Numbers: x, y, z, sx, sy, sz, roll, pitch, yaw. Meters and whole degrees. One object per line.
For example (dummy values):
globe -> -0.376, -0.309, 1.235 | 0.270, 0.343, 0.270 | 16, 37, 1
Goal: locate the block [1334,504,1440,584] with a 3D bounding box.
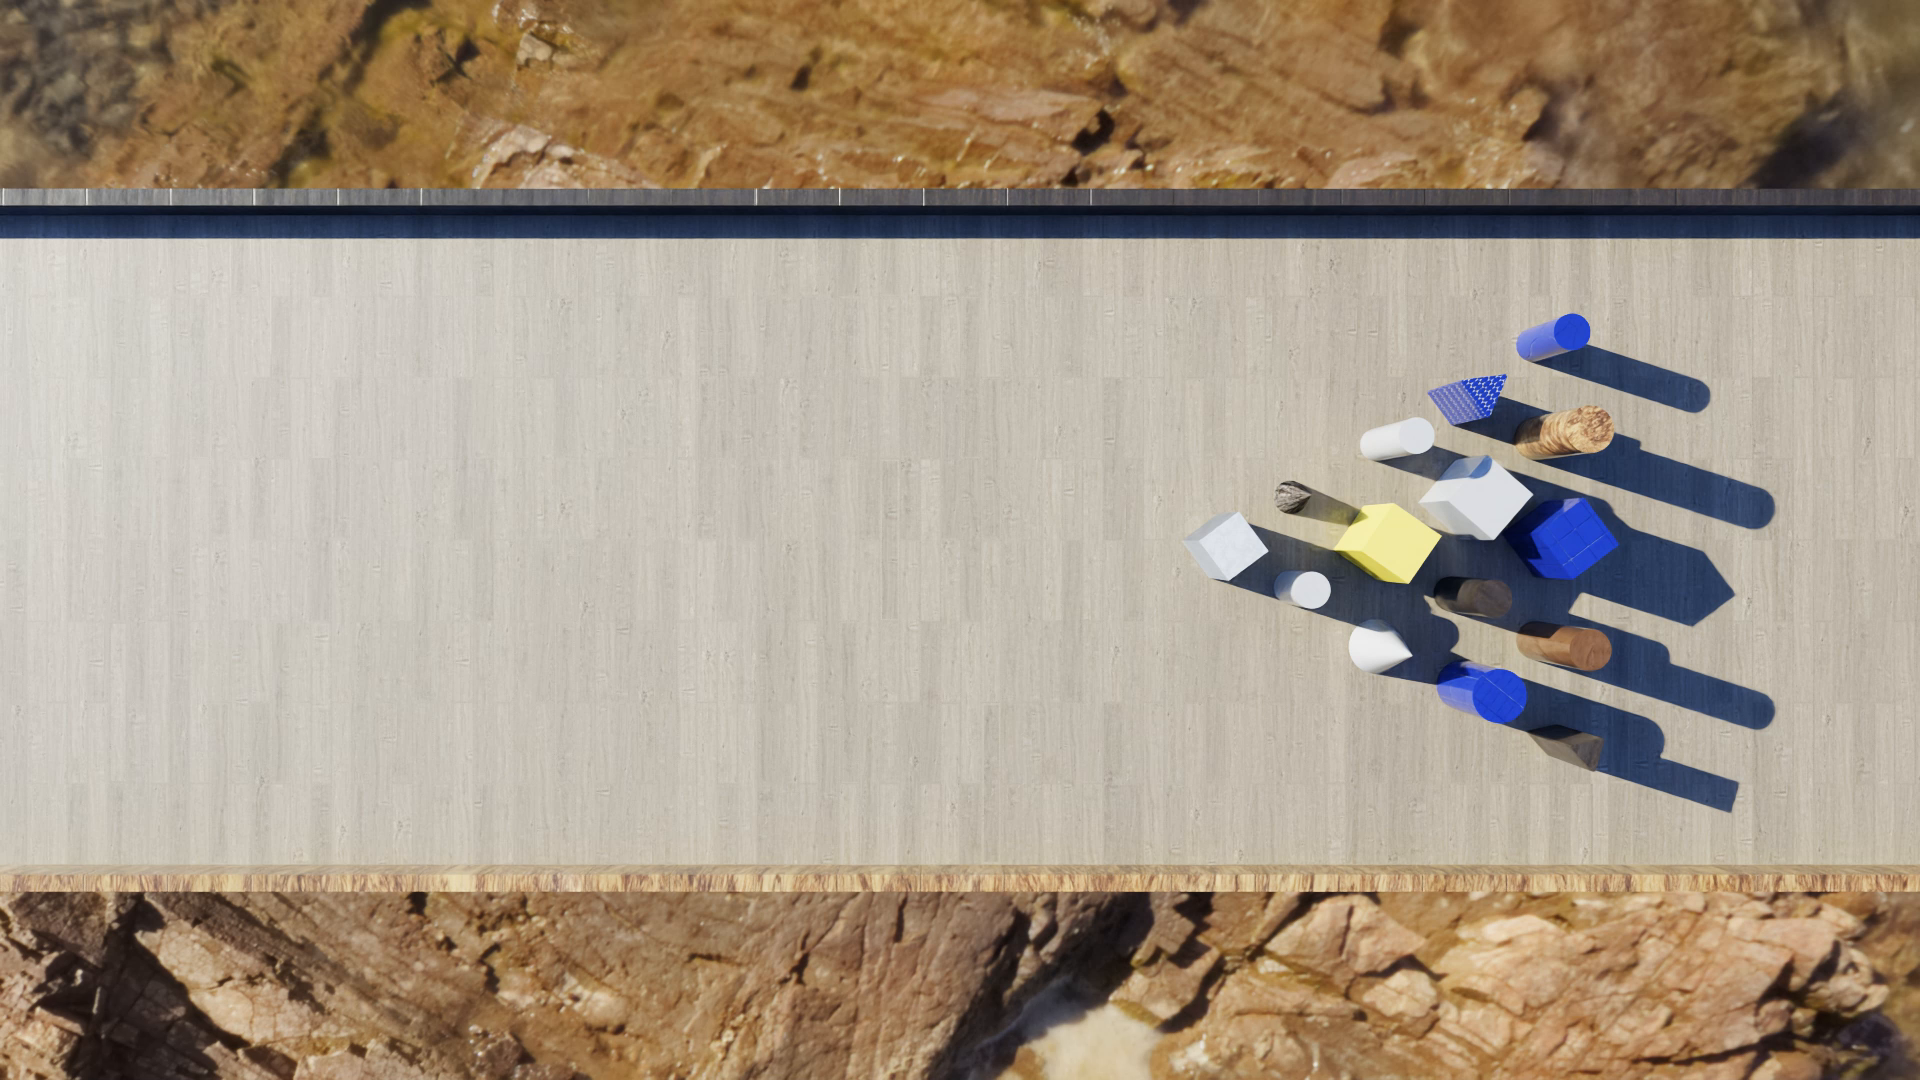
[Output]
block -> 1.265, 0.010, 4.902 | 0.165, 0.350, 0.165 | 35, 90, 0

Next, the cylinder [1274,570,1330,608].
cylinder -> 1.019, 0.145, 4.925 | 0.107, 0.303, 0.107 | 0, 90, 0

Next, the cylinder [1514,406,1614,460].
cylinder -> 1.773, -0.312, 4.858 | 0.134, 0.437, 0.134 | 0, 90, 0

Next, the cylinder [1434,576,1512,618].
cylinder -> 1.511, 0.166, 4.873 | 0.108, 0.406, 0.108 | 0, 90, 0

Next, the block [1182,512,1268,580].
block -> 0.780, 0.017, 4.888 | 0.141, 0.376, 0.141 | -37, 90, 0

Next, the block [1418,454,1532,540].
block -> 1.534, -0.123, 4.923 | 0.175, 0.308, 0.175 | 41, 90, 0

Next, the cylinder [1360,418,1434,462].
cylinder -> 1.283, -0.293, 4.855 | 0.103, 0.443, 0.103 | 0, 90, 0

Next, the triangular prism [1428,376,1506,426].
triangular prism -> 1.522, -0.438, 4.904 | 0.113, 0.346, 0.130 | -37, 90, 0

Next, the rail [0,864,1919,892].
rail -> -2.247, 1.025, 5.001 | 12.000, 0.150, 0.050 | 0, 90, 0

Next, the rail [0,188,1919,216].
rail -> -2.247, -1.025, 5.002 | 12.000, 0.150, 0.050 | 0, 90, 0

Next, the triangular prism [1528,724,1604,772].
triangular prism -> 1.810, 0.598, 4.894 | 0.086, 0.364, 0.099 | -43, 90, 0

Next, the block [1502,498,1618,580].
block -> 1.785, -0.004, 4.917 | 0.168, 0.318, 0.168 | -37, 90, 0

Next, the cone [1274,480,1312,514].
cone -> 1.017, -0.131, 4.925 | 0.103, 0.303, 0.103 | 0, 90, 0

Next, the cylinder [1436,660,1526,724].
cylinder -> 1.544, 0.447, 4.898 | 0.156, 0.358, 0.156 | 0, 90, 0

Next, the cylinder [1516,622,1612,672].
cylinder -> 1.771, 0.309, 4.855 | 0.119, 0.443, 0.119 | 0, 90, 0

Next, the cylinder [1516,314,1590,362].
cylinder -> 1.765, -0.600, 4.916 | 0.107, 0.321, 0.107 | 0, 90, 0

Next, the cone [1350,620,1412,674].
cone -> 1.282, 0.328, 4.873 | 0.169, 0.407, 0.169 | 0, 90, 0
